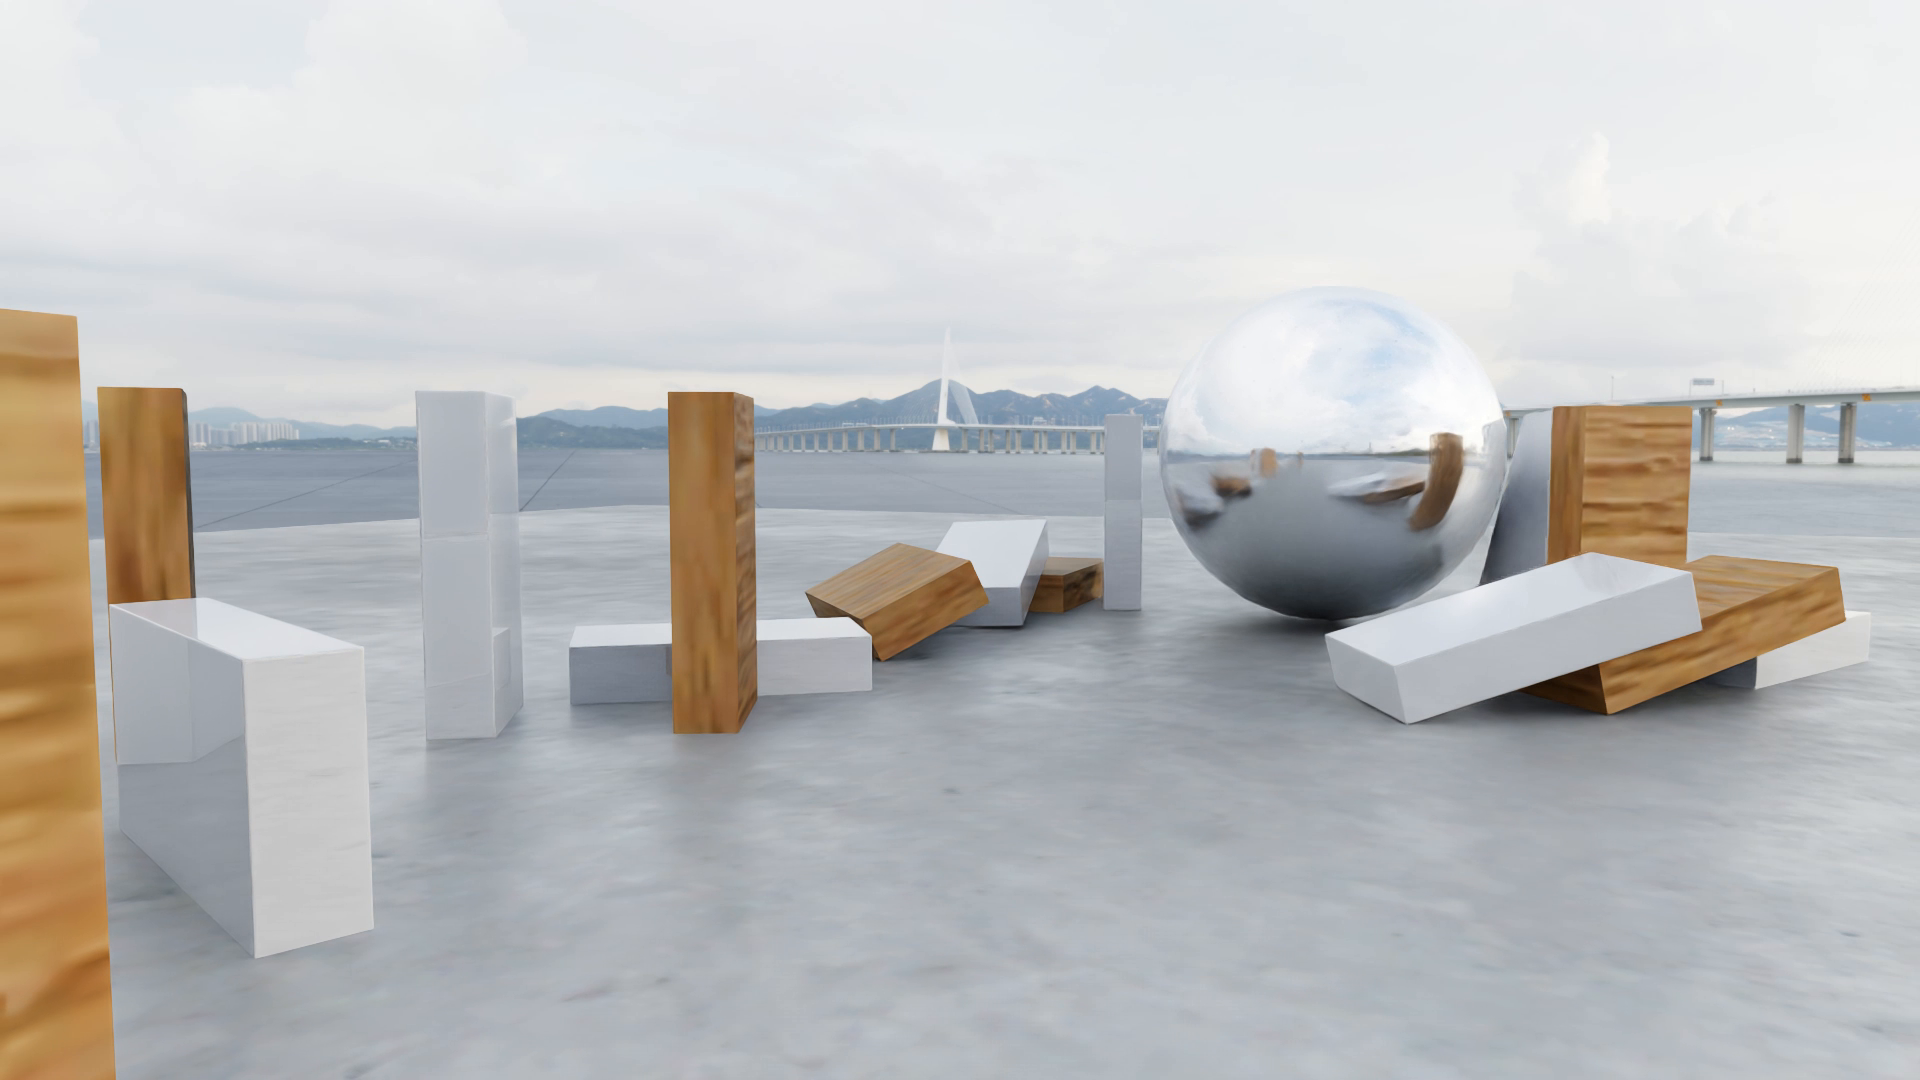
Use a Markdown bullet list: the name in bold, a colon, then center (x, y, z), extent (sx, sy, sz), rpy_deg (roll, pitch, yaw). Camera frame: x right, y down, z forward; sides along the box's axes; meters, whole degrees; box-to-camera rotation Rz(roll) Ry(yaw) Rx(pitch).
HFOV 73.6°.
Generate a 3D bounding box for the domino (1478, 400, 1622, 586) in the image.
- **domino**: center (0.135, -0.005, 0.292), extent (0.010, 0.050, 0.025), rpy_deg (21, -9, -19)

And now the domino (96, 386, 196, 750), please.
- **domino**: center (-0.115, 0.004, 0.183), extent (0.009, 0.050, 0.025), rpy_deg (-2, 5, -29)

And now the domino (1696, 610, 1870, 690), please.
- **domino**: center (0.151, 0.019, 0.247), extent (0.050, 0.010, 0.025), rpy_deg (-3, 5, -36)

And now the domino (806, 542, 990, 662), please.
- **domino**: center (-0.015, 0.012, 0.276), extent (0.025, 0.010, 0.050), rpy_deg (-28, 13, -16)

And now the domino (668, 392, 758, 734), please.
- **domino**: center (-0.038, 0.003, 0.199), extent (0.010, 0.050, 0.025), rpy_deg (0, 4, -3)

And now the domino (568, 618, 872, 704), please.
- **domino**: center (-0.042, 0.021, 0.227), extent (0.050, 0.010, 0.025), rpy_deg (-1, 4, -14)

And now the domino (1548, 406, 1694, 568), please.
- **domino**: center (0.133, -0.002, 0.260), extent (0.025, 0.050, 0.010), rpy_deg (-1, 4, -14)

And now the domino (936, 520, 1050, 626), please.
- **domino**: center (0.006, 0.007, 0.318), extent (0.025, 0.009, 0.050), rpy_deg (-2, 18, 12)

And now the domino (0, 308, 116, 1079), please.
- **domino**: center (-0.060, 0.013, 0.067), extent (0.010, 0.050, 0.025), rpy_deg (1, 5, 18)

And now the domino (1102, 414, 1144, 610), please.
- **domino**: center (0.043, -0.008, 0.338), extent (0.009, 0.050, 0.025), rpy_deg (0, 4, 6)

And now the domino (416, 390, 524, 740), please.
- **domino**: center (-0.074, 0.003, 0.195), extent (0.009, 0.050, 0.025), rpy_deg (-1, 4, -10)

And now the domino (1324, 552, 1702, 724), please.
- **domino**: center (0.089, 0.015, 0.209), extent (0.050, 0.009, 0.025), rpy_deg (-16, 9, -6)

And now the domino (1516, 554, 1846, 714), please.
- **domino**: center (0.120, 0.015, 0.219), extent (0.050, 0.009, 0.025), rpy_deg (-17, 9, -15)

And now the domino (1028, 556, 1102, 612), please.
- **domino**: center (0.023, 0.012, 0.351), extent (0.025, 0.010, 0.050), rpy_deg (2, 5, 21)

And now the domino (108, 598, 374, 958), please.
- **domino**: center (-0.072, 0.021, 0.126), extent (0.009, 0.025, 0.050), rpy_deg (-4, 6, -44)

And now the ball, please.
- **ball**: center (0.088, -0.021, 0.308), extent (0.080, 0.080, 0.080), rpy_deg (0, 4, 0)
